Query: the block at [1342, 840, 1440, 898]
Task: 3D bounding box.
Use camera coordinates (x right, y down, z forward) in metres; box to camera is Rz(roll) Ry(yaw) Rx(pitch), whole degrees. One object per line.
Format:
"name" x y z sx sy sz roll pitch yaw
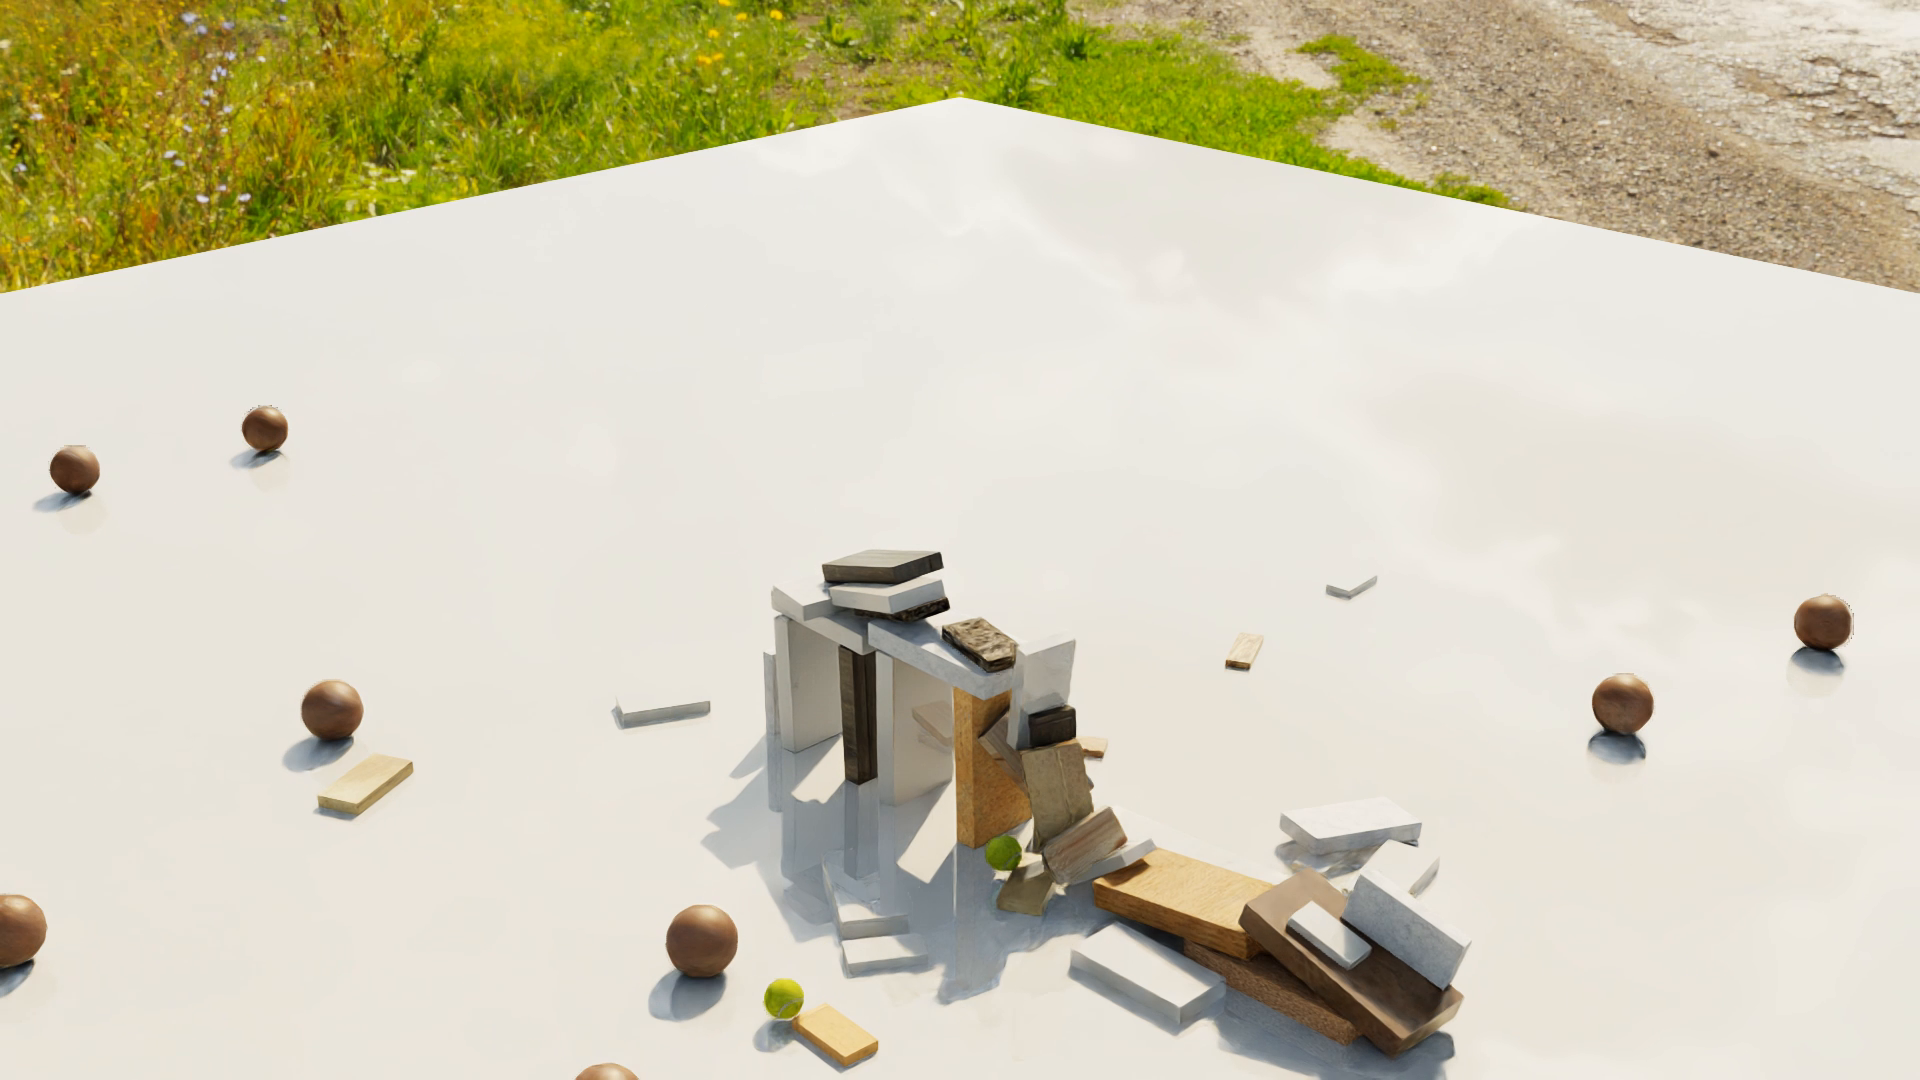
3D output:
"block" 0.824 0.646 4.200 0.107 0.030 0.214 15 27 31

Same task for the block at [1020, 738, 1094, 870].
"block" 0.193 0.502 4.171 0.114 0.229 0.032 -12 7 -3

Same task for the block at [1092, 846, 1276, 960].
"block" 0.438 0.660 4.023 0.179 0.051 0.358 -21 23 -41

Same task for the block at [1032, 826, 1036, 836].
"block" 0.220 0.565 4.318 0.173 0.086 0.024 18 29 35

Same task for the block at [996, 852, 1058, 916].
"block" 0.136 0.655 4.187 0.086 0.024 0.173 7 24 16

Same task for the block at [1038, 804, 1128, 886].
"block" 0.232 0.573 4.141 0.159 0.080 0.023 -31 15 -16

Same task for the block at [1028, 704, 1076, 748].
"block" 0.180 0.414 4.215 0.090 0.181 0.026 -12 19 -28

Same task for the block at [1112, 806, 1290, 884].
"block" 0.440 0.618 4.266 0.426 0.030 0.107 19 29 37

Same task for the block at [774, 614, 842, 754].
"block" -0.317 0.287 4.694 0.043 0.303 0.152 18 29 42

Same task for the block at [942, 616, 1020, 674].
"block" 0.048 0.202 4.253 0.090 0.026 0.181 -12 26 -28

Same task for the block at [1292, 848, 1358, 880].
"block" 0.712 0.618 4.279 0.067 0.019 0.133 18 29 37

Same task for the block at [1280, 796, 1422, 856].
"block" 0.772 0.564 4.348 0.250 0.035 0.125 -5 20 -25

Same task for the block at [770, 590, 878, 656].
"block" -0.241 0.149 4.573 0.152 0.043 0.303 -19 30 -38

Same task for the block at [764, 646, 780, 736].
"block" -0.379 0.317 4.766 0.027 0.194 0.097 19 29 37

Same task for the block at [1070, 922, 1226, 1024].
"block" 0.333 0.767 3.909 0.125 0.035 0.255 -21 31 -40

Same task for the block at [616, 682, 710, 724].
"block" -0.659 0.361 4.874 0.193 0.027 0.097 -8 24 -17

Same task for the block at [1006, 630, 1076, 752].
"block" 0.154 0.288 4.189 0.114 0.229 0.032 -17 39 -29

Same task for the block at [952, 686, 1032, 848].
"block" 0.066 0.420 4.334 0.048 0.339 0.170 18 29 40

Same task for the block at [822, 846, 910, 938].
"block" -0.180 0.662 4.155 0.125 0.035 0.250 -5 23 -11

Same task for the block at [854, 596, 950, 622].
"block" -0.118 0.133 4.405 0.090 0.026 0.222 -18 11 -31

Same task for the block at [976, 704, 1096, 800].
"block" 0.148 0.431 4.272 0.114 0.229 0.032 -44 8 -29

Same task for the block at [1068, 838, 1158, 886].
"block" 0.285 0.610 4.165 0.086 0.024 0.173 -21 -6 -41

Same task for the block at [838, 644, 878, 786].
"block" -0.174 0.342 4.565 0.152 0.303 0.043 -20 28 -39

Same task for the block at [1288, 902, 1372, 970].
"block" 0.637 0.681 3.786 0.133 0.019 0.067 36 40 28

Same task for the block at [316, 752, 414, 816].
"block" -1.226 0.503 4.541 0.097 0.027 0.193 9 25 20

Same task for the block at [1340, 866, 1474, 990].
"block" 0.766 0.666 3.778 0.214 0.107 0.030 35 39 26

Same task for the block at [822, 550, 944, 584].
"block" -0.161 0.054 4.513 0.126 0.036 0.251 -18 12 -36

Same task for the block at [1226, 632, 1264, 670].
"block" 0.665 0.258 5.132 0.059 0.017 0.156 8 24 17

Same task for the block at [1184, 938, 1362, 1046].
"block" 0.592 0.763 3.899 0.179 0.051 0.358 -21 31 -41

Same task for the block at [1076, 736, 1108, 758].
"block" 0.254 0.439 4.704 0.117 0.017 0.059 5 24 13

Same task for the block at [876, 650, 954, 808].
"block" -0.091 0.360 4.479 0.048 0.339 0.170 21 31 41

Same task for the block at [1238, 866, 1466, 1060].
"block" 0.673 0.725 3.800 0.179 0.051 0.358 -20 48 -40

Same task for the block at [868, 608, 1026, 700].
"block" -0.006 0.212 4.329 0.170 0.048 0.339 -20 30 -38

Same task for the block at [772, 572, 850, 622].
"block" -0.249 0.103 4.583 0.251 0.036 0.126 -15 27 -31

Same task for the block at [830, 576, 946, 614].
"block" -0.148 0.105 4.420 0.126 0.036 0.251 -17 11 -29

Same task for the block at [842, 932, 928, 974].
"block" -0.136 0.746 3.976 0.145 0.021 0.072 -5 23 -11

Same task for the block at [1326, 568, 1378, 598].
"block" 0.977 0.107 5.486 0.067 0.019 0.133 19 29 37

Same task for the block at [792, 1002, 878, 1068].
"block" -0.213 0.843 3.749 0.072 0.021 0.145 -19 30 -38
